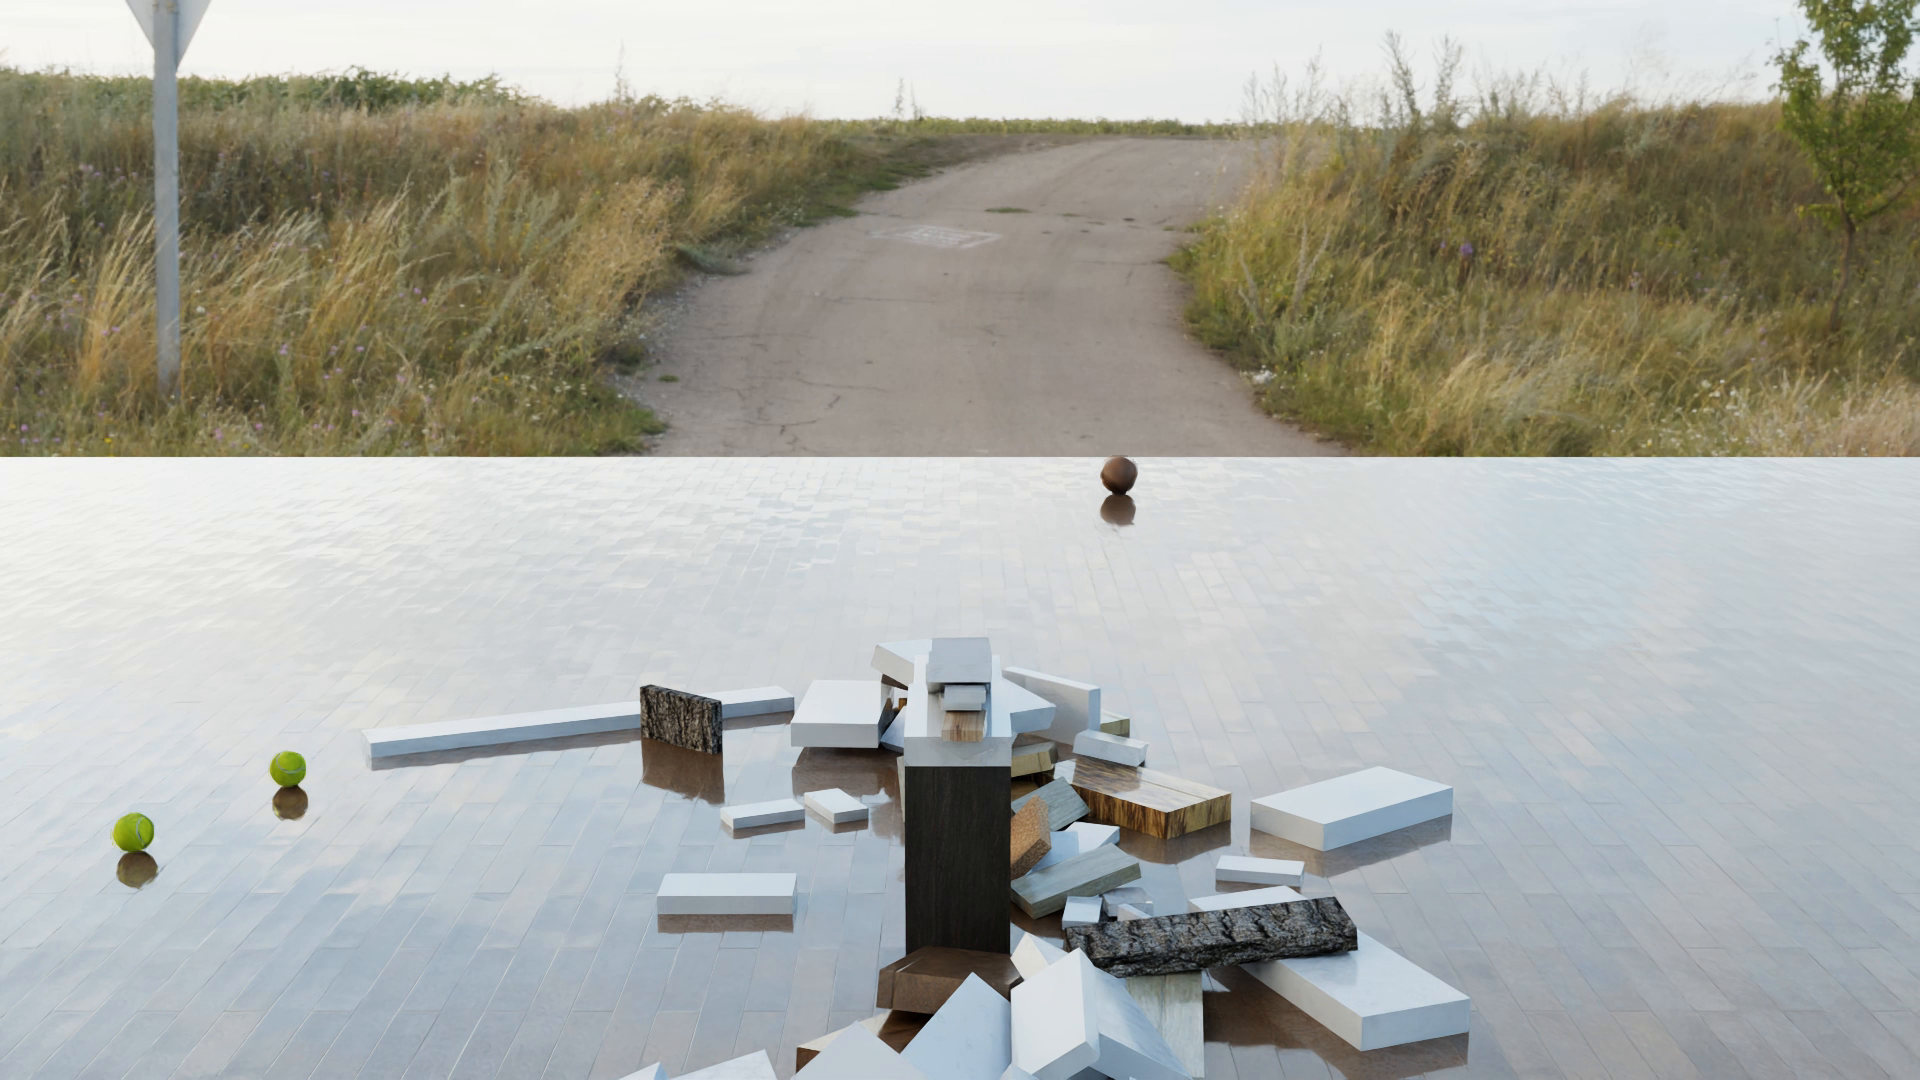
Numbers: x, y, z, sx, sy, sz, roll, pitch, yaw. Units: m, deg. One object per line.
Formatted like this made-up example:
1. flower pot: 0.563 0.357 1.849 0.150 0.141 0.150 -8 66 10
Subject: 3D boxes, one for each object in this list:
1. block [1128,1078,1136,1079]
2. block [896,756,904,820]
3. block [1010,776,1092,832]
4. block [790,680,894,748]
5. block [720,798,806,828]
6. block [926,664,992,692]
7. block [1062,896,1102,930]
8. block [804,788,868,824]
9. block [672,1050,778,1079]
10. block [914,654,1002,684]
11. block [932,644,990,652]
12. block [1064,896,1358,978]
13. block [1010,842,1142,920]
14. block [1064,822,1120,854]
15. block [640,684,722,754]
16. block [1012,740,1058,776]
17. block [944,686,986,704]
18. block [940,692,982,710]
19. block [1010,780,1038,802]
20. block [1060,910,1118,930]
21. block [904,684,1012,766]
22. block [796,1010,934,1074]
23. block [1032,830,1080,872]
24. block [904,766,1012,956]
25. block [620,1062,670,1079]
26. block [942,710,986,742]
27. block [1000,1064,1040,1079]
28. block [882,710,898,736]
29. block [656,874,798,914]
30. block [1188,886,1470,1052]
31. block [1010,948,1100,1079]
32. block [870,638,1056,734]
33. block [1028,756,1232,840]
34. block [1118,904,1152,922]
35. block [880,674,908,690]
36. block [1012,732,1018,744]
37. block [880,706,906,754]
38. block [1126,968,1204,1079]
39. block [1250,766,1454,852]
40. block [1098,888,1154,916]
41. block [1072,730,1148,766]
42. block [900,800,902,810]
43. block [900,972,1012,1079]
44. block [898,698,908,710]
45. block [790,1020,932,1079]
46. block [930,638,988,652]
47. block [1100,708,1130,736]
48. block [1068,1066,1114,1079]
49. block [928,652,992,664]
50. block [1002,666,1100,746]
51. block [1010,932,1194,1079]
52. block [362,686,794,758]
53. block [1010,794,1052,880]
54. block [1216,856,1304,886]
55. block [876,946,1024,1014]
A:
1. block: 0.254 0.744 2.581 0.156 0.044 0.312 21 13 4
2. block: -0.065 0.451 3.977 0.084 0.024 0.167 -11 38 2
3. block: 0.157 0.492 3.989 0.084 0.024 0.203 50 30 14
4. block: -0.243 0.362 4.614 0.176 0.050 0.353 1 11 4
5. block: -0.365 0.506 4.067 0.140 0.020 0.070 -5 12 -25
6. block: -0.002 0.216 3.427 0.099 0.028 0.199 0 -9 0
7. block: 0.196 0.596 3.507 0.056 0.016 0.113 1 11 7
8. block: -0.232 0.497 4.116 0.070 0.020 0.140 -5 12 -26
9. block: -0.246 0.739 2.581 0.134 0.038 0.505 -15 15 -12
10. block: -0.004 0.251 3.740 0.149 0.042 0.299 0 11 0
11. block: 0.000 0.198 3.651 0.095 0.027 0.190 0 -11 -1
12. block: 0.373 0.597 3.291 0.418 0.036 0.126 -6 12 -4
13. block: 0.187 0.560 3.621 0.199 0.028 0.099 -18 18 -19
14. block: 0.216 0.538 3.885 0.084 0.024 0.168 4 11 21
15. block: -0.578 0.371 4.557 0.214 0.107 0.030 9 14 39
16. block: 0.120 0.426 4.249 0.126 0.036 0.252 -11 -2 5
17. block: 0.007 0.232 3.319 0.061 0.017 0.121 0 1 0
18. block: 0.000 0.249 3.397 0.061 0.017 0.121 1 1 -2
19. block: 0.117 0.479 4.099 0.070 0.020 0.140 -2 11 -9
20. block: 0.220 0.610 3.517 0.113 0.016 0.056 2 11 11
21. block: -0.003 0.285 3.429 0.160 0.045 0.320 0 10 0
22. block: -0.049 0.673 2.913 0.176 0.050 0.352 3 2 28
23. block: 0.163 0.547 3.754 0.084 0.024 0.168 -3 19 1
24. block: -0.003 0.485 3.357 0.160 0.320 0.045 0 10 0
25. block: -0.439 0.732 2.619 0.152 0.043 0.304 -24 9 6
26. block: 0.007 0.278 3.300 0.061 0.017 0.121 1 11 3
27. block: 0.114 0.726 2.566 0.134 0.038 0.267 31 13 -12
28. block: -0.194 0.395 4.646 0.093 0.026 0.186 3 11 14
29. block: -0.382 0.583 3.624 0.220 0.031 0.110 0 11 0
30. block: 0.540 0.633 3.300 0.178 0.050 0.510 -4 11 -22
31. block: 0.119 0.611 2.784 0.110 0.031 0.220 -34 16 12
32. block: 0.006 0.300 4.528 0.353 0.050 0.176 26 17 34
33. block: 0.315 0.478 4.132 0.178 0.050 0.355 -10 14 -42
34. block: 0.283 0.609 3.413 0.016 0.056 0.112 -6 12 -30
35. block: -0.081 0.298 4.815 0.176 0.050 0.361 16 1 -2
36. block: 0.024 0.346 4.290 0.167 0.024 0.084 29 -3 -24
37. block: -0.072 0.397 4.474 0.186 0.026 0.093 10 56 47
38. block: 0.281 0.691 3.042 0.110 0.031 0.482 1 11 6
39. block: 0.724 0.493 4.056 0.355 0.050 0.178 -8 13 -38
40. block: 0.268 0.587 3.569 0.072 0.020 0.143 -1 1 -3
41. block: 0.299 0.409 4.335 0.126 0.036 0.252 12 -1 9
42. block: -0.089 0.456 4.186 0.021 0.074 0.149 2 11 9
43. block: 0.019 0.668 2.726 0.176 0.050 0.352 38 17 9
44. block: -0.044 0.360 4.753 0.090 0.025 0.179 0 1 -38
45. block: -0.064 0.682 2.457 0.156 0.044 0.312 -38 48 -27
46. block: -0.002 0.184 3.785 0.095 0.027 0.190 0 -4 -2
47. block: 0.253 0.382 4.708 0.107 0.030 0.214 -8 13 -36
48. block: 0.155 0.721 2.907 0.072 0.020 0.144 4 11 22
49. block: 0.002 0.209 3.560 0.099 0.028 0.224 0 -11 1
50. block: 0.189 0.351 4.612 0.036 0.126 0.252 -10 14 -43
51. block: 0.183 0.635 2.933 0.156 0.044 0.348 29 3 -16
52. block: -0.802 0.384 4.695 0.913 0.030 0.107 -5 12 -24
53. block: 0.112 0.514 3.781 0.027 0.095 0.190 41 12 -11
54. block: 0.513 0.564 3.752 0.143 0.020 0.072 3 11 14
55. block: 0.005 0.621 3.093 0.176 0.050 0.352 4 -4 10
